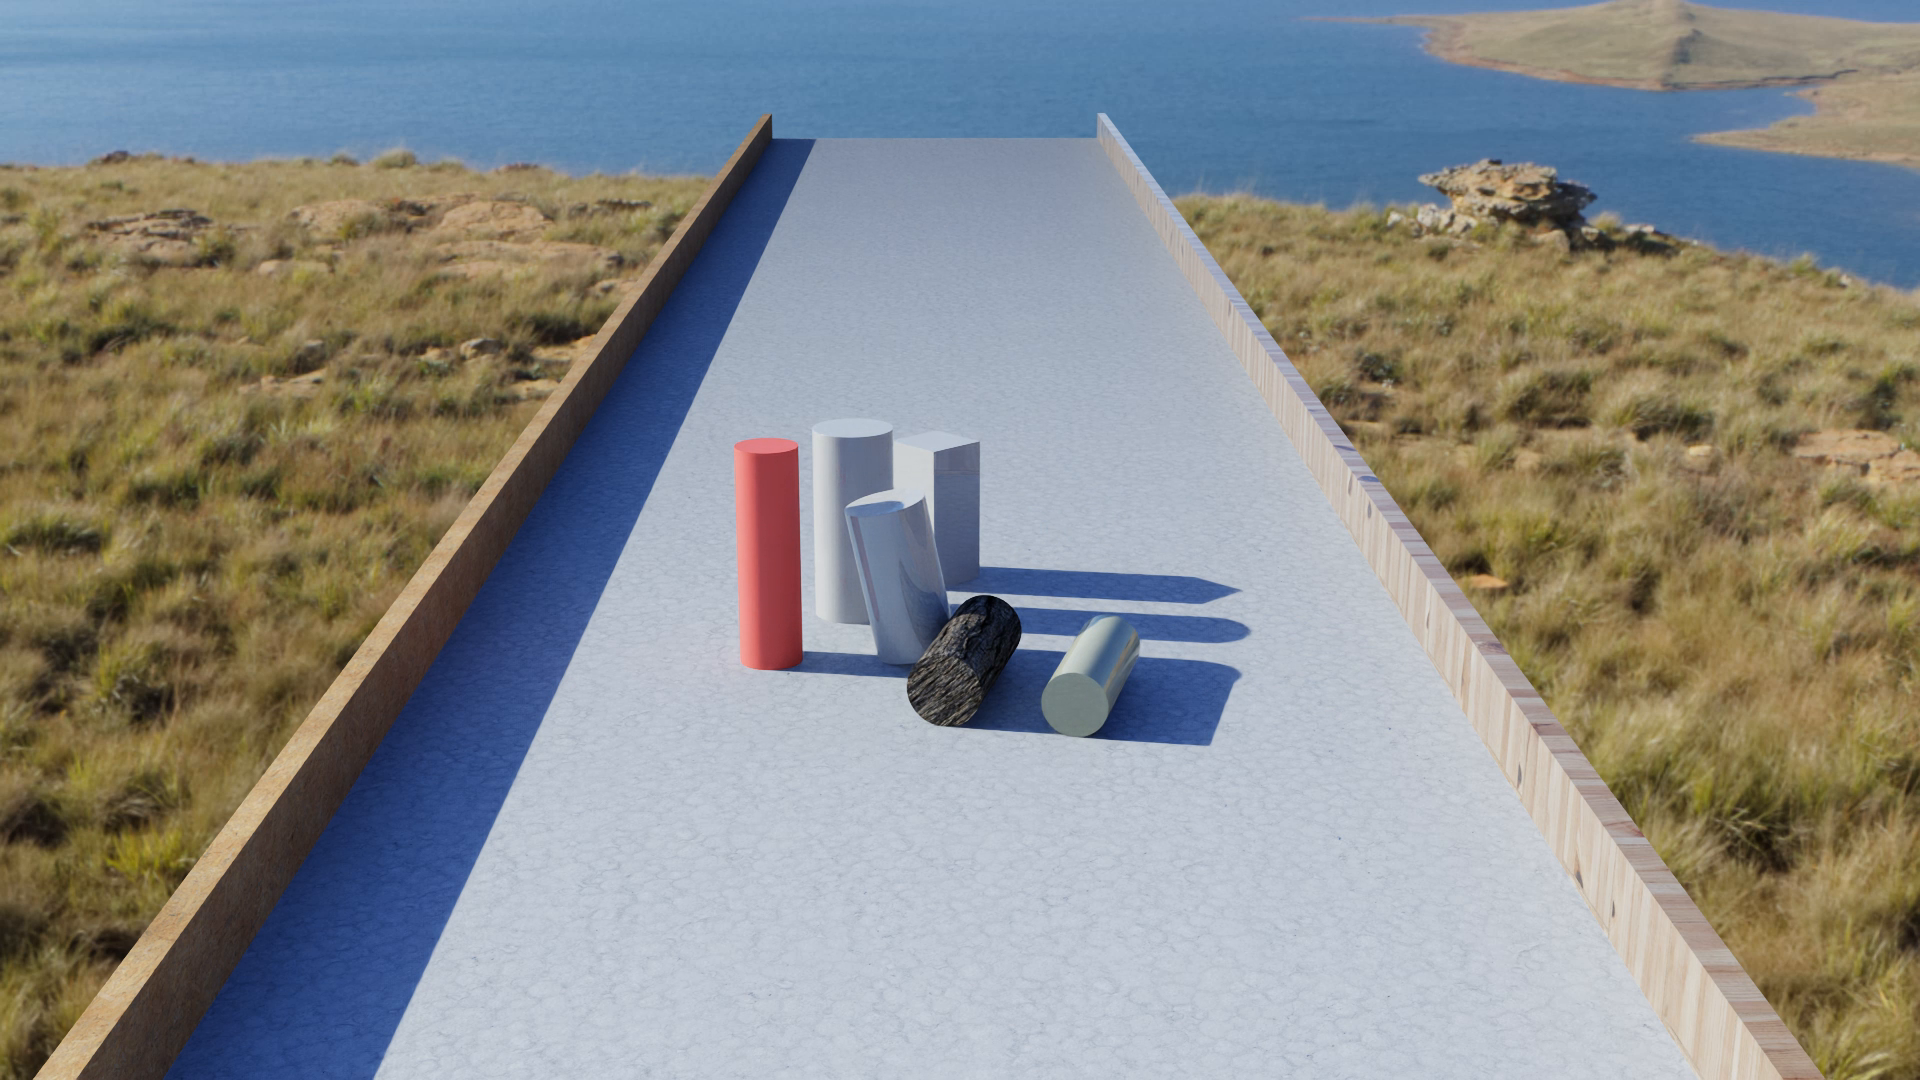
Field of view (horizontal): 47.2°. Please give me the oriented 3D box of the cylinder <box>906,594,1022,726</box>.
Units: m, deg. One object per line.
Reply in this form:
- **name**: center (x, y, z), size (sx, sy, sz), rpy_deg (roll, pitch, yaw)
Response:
- **cylinder**: center (0.012, 0.227, 4.216), size (0.141, 0.141, 0.364), rpy_deg (4, 17, 13)

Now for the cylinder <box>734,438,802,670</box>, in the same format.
- **cylinder**: center (-0.378, 0.028, 4.355), size (0.125, 0.443, 0.125), rpy_deg (0, 17, 0)

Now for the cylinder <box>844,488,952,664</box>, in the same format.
- **cylinder**: center (-0.118, 0.072, 4.390), size (0.163, 0.313, 0.163), rpy_deg (-11, 17, 3)

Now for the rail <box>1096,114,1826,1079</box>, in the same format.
- **rail**: center (0.932, -0.844, 7.801), size (0.050, 0.150, 12.000), rpy_deg (0, 17, -1)

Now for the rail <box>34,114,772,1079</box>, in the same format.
- **rail**: center (-1.118, -0.838, 7.780), size (0.050, 0.150, 12.000), rpy_deg (0, 17, -1)

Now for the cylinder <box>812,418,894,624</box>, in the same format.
- **cylinder**: center (-0.224, -0.041, 4.655), size (0.171, 0.404, 0.171), rpy_deg (0, 17, 0)

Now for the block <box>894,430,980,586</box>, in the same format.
- **block**: center (-0.055, -0.068, 4.901), size (0.140, 0.315, 0.140), rpy_deg (-15, 22, -41)

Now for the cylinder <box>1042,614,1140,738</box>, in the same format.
- **cylinder**: center (0.251, 0.253, 4.158), size (0.125, 0.125, 0.342), rpy_deg (4, 17, 14)
